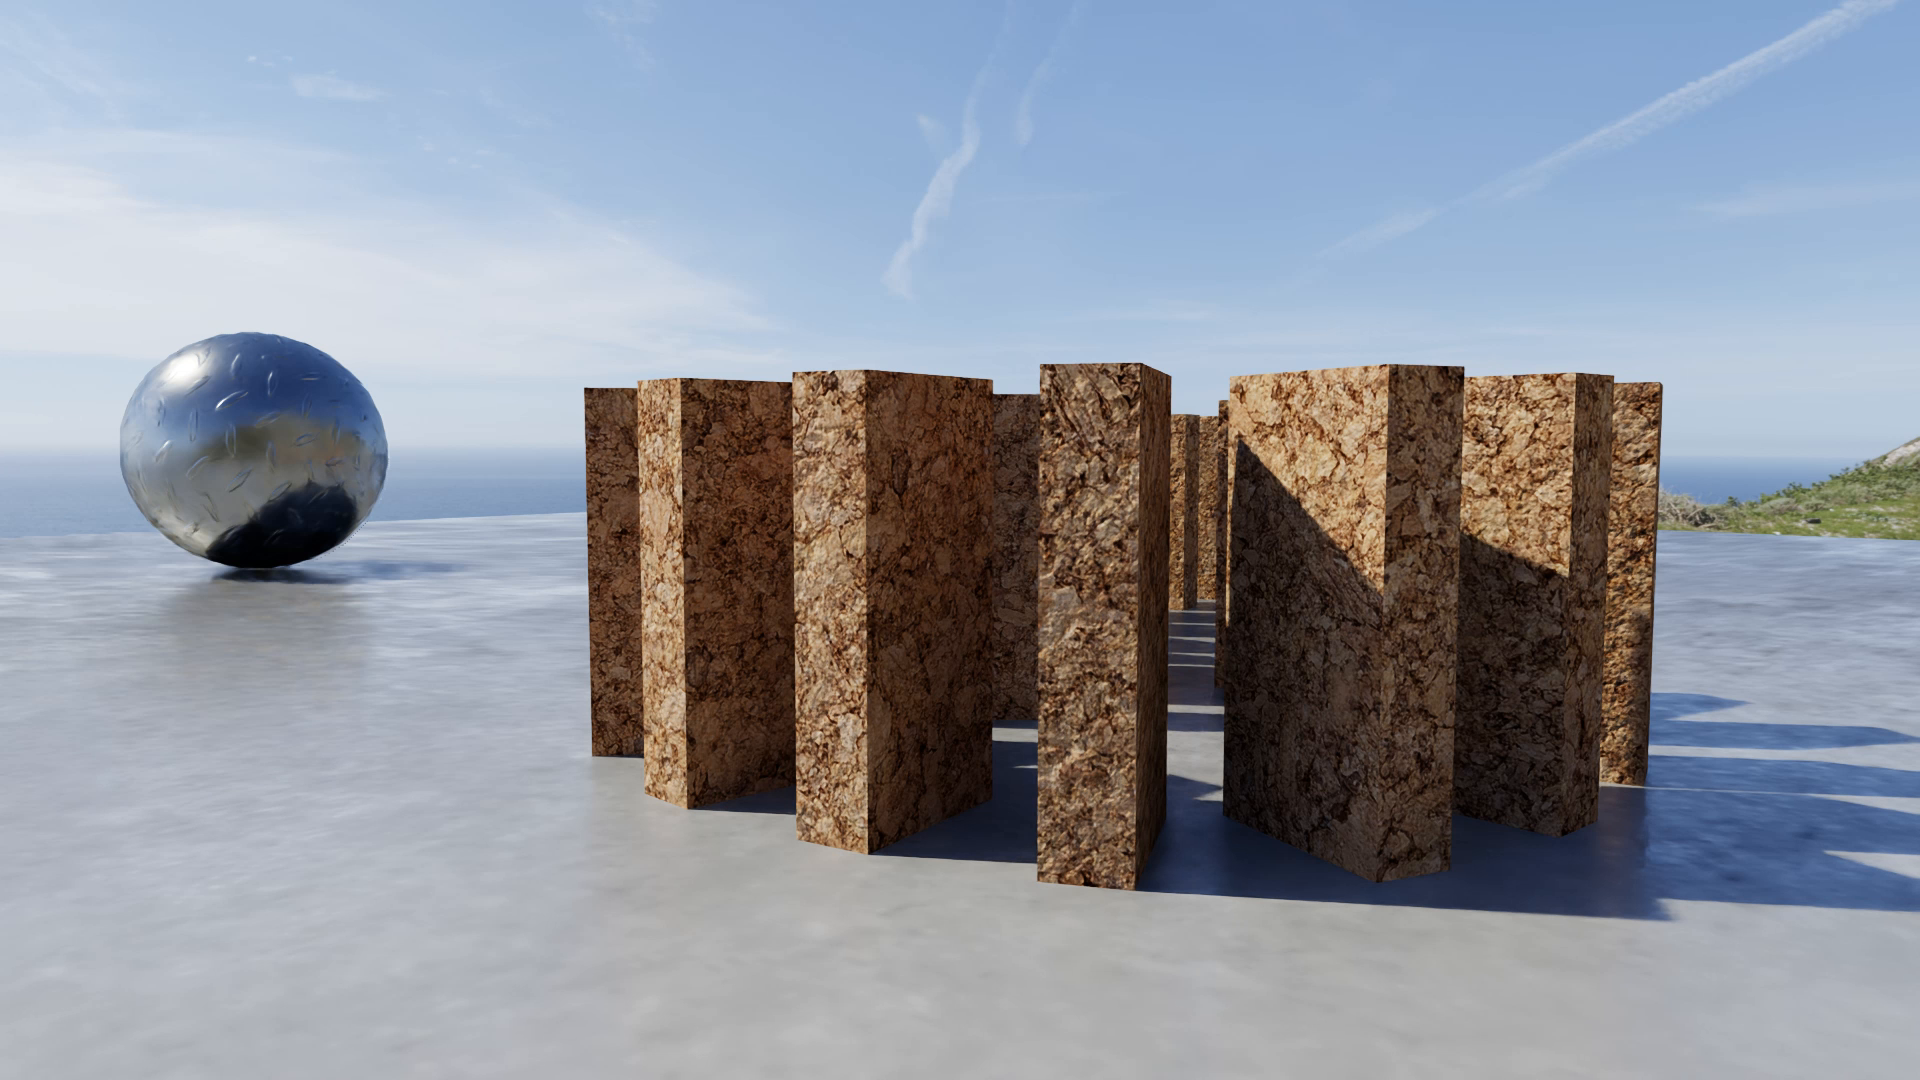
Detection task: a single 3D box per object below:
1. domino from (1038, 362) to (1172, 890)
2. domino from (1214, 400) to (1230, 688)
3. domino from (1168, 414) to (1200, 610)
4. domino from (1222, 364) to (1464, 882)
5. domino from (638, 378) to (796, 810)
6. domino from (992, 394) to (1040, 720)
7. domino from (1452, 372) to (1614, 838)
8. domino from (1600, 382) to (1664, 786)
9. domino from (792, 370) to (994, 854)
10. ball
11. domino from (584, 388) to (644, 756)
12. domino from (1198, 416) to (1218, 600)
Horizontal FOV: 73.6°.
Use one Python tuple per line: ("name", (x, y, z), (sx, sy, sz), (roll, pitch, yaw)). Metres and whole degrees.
("domino", (0.016, 0.008, 0.134), (0.010, 0.050, 0.025), (1, 4, 16))
("domino", (0.053, 0.000, 0.232), (0.010, 0.050, 0.025), (2, 5, 21))
("domino", (0.049, -0.008, 0.337), (0.025, 0.050, 0.009), (3, 5, 32))
("domino", (0.040, 0.007, 0.136), (0.010, 0.050, 0.025), (-2, 5, -24))
("domino", (-0.026, 0.006, 0.160), (0.025, 0.050, 0.010), (-4, 6, -44))
("domino", (0.000, 0.002, 0.201), (0.025, 0.050, 0.009), (0, 4, 0))
("domino", (0.060, 0.006, 0.149), (0.010, 0.050, 0.025), (-4, 6, -41))
("domino", (0.077, 0.005, 0.168), (0.025, 0.050, 0.009), (3, 5, 31))
("domino", (-0.007, 0.007, 0.144), (0.010, 0.050, 0.025), (3, 5, 32))
("ball", (-0.238, -0.030, 0.435), (0.080, 0.080, 0.080), (0, 4, 0))
("domino", (-0.039, 0.004, 0.180), (0.025, 0.050, 0.010), (-1, 4, -13))
("domino", (0.061, -0.009, 0.358), (0.025, 0.050, 0.009), (2, 5, 27))
